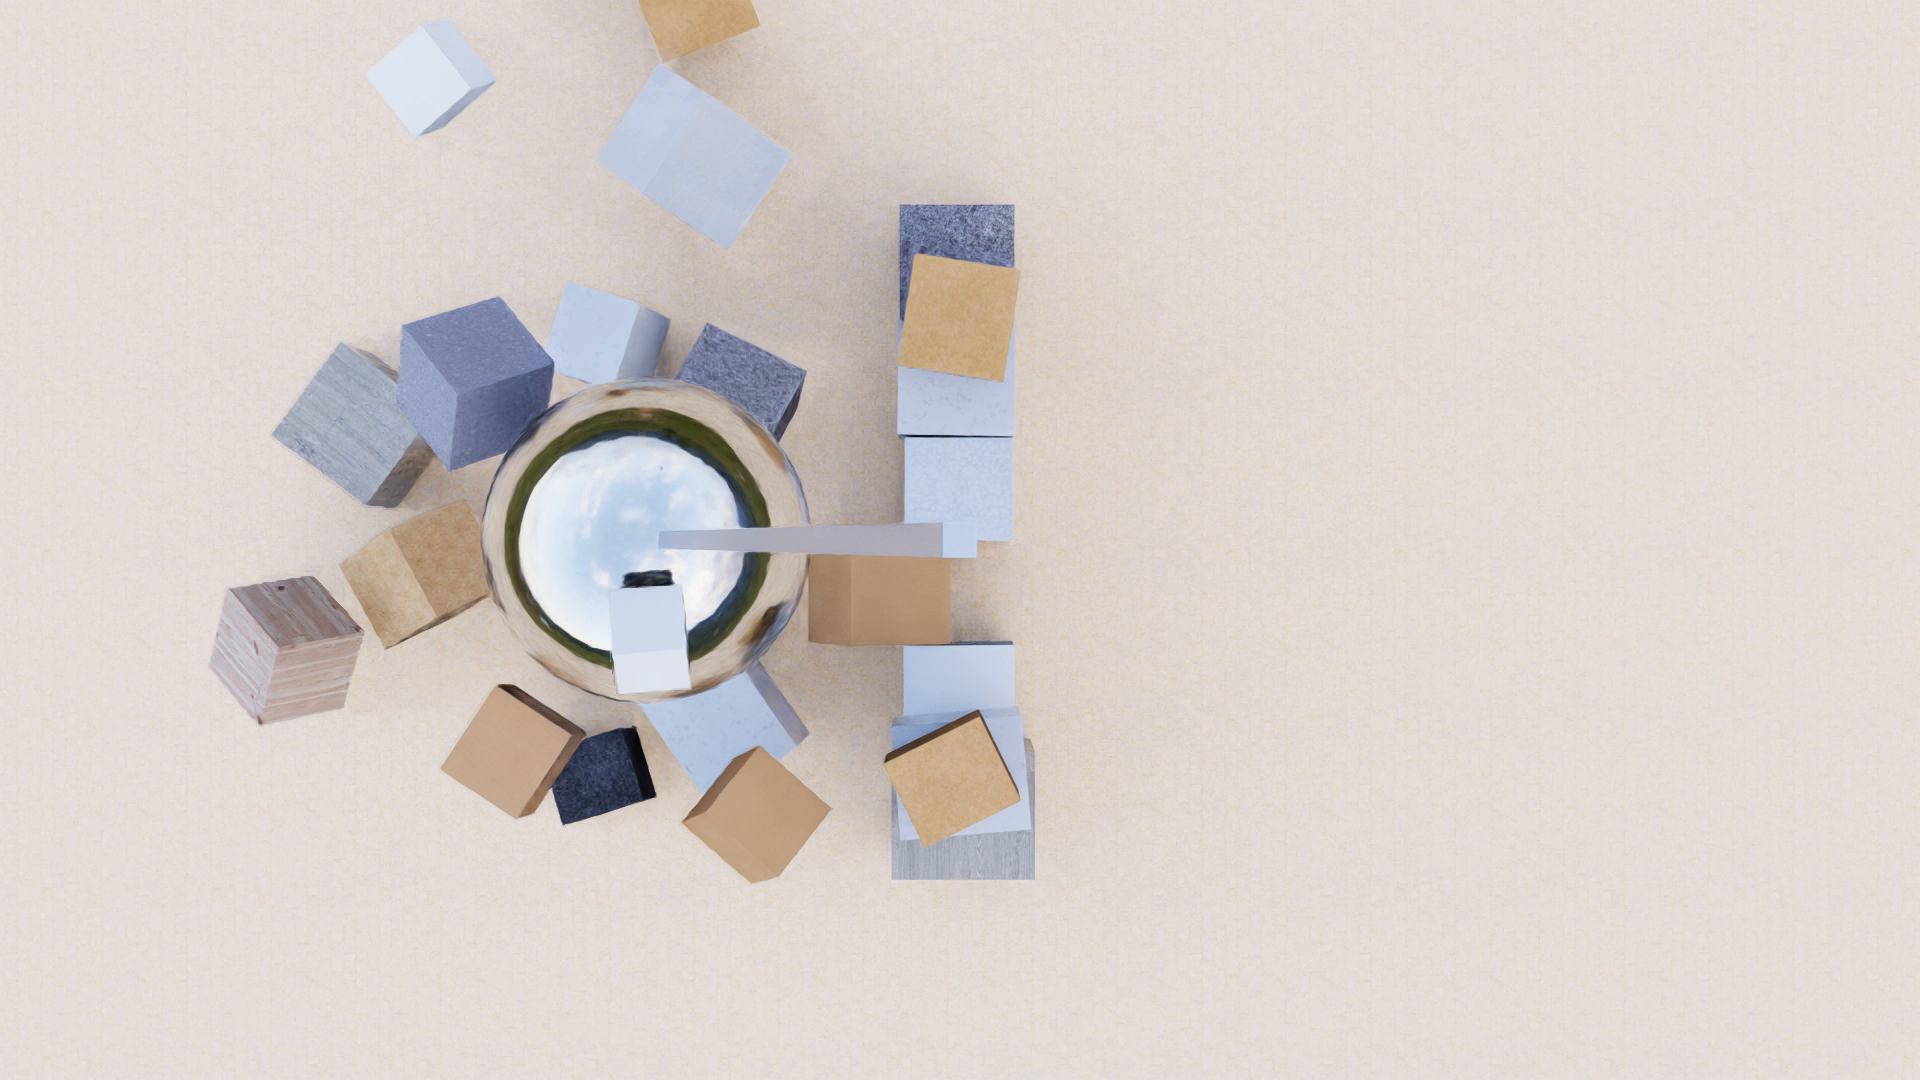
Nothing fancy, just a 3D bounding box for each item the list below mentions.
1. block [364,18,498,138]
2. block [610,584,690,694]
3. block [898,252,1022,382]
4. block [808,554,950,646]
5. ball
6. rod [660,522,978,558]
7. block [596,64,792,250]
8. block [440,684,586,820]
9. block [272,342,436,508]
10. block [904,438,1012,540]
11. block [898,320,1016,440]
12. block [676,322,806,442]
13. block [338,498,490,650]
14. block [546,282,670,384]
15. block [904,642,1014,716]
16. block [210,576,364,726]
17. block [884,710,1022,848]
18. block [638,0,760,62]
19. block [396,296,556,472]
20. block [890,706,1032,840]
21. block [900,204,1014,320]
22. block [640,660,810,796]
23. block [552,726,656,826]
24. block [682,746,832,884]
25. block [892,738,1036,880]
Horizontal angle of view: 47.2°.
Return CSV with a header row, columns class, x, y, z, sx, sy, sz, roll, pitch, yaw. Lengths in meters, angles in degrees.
class,x,y,z,sx,sy,sz,roll,pitch,yaw
block,-2.866,-2.511,11.936,0.433,0.383,0.420,-35,99,19
block,-1.385,0.443,9.847,0.320,0.328,0.342,-4,56,-6
block,-0.003,-1.226,12.082,0.580,0.493,0.606,9,96,-1
block,-0.469,0.303,12.594,0.616,0.595,0.575,0,90,-27
ball,-1.528,0.000,10.763,1.600,1.600,1.600,0,90,0
rod,-0.662,0.000,7.475,0.080,5.200,0.080,0,90,-15
block,-1.515,-2.181,12.527,0.691,0.584,0.653,30,96,-45
block,-2.326,1.101,11.496,0.469,0.500,0.513,33,87,1
block,-3.399,-0.649,12.648,0.658,0.690,0.652,36,89,0
block,-0.007,-0.287,12.702,0.608,0.596,0.580,0,90,0
block,-0.021,-0.914,12.687,0.655,0.625,0.647,1,90,0
block,-1.307,-0.792,12.657,0.630,0.521,0.527,26,67,0
block,-3.063,0.193,12.593,0.563,0.572,0.554,-27,92,40
block,-2.036,-1.139,12.681,0.454,0.560,0.507,18,90,11
block,-0.004,0.882,12.735,0.628,0.531,0.568,0,90,0
block,-3.752,0.609,12.250,0.557,0.532,0.541,40,122,30
block,-0.040,1.212,11.244,0.538,0.526,0.469,-26,90,0
block,-1.534,-3.142,12.651,0.594,0.534,0.534,-21,112,0
block,-2.497,-0.806,11.314,0.558,0.553,0.546,-23,59,-34
block,0.005,1.246,11.843,0.687,0.672,0.597,-5,90,0
block,-0.017,-1.562,12.664,0.646,0.672,0.639,0,90,0
block,-1.353,1.018,12.654,0.595,0.665,0.735,-35,90,3
block,-2.086,1.362,12.739,0.479,0.487,0.430,-18,85,0
block,-1.100,1.488,11.860,0.521,0.469,0.474,42,65,-8
block,0.018,1.529,12.589,0.795,0.821,0.707,0,90,0
